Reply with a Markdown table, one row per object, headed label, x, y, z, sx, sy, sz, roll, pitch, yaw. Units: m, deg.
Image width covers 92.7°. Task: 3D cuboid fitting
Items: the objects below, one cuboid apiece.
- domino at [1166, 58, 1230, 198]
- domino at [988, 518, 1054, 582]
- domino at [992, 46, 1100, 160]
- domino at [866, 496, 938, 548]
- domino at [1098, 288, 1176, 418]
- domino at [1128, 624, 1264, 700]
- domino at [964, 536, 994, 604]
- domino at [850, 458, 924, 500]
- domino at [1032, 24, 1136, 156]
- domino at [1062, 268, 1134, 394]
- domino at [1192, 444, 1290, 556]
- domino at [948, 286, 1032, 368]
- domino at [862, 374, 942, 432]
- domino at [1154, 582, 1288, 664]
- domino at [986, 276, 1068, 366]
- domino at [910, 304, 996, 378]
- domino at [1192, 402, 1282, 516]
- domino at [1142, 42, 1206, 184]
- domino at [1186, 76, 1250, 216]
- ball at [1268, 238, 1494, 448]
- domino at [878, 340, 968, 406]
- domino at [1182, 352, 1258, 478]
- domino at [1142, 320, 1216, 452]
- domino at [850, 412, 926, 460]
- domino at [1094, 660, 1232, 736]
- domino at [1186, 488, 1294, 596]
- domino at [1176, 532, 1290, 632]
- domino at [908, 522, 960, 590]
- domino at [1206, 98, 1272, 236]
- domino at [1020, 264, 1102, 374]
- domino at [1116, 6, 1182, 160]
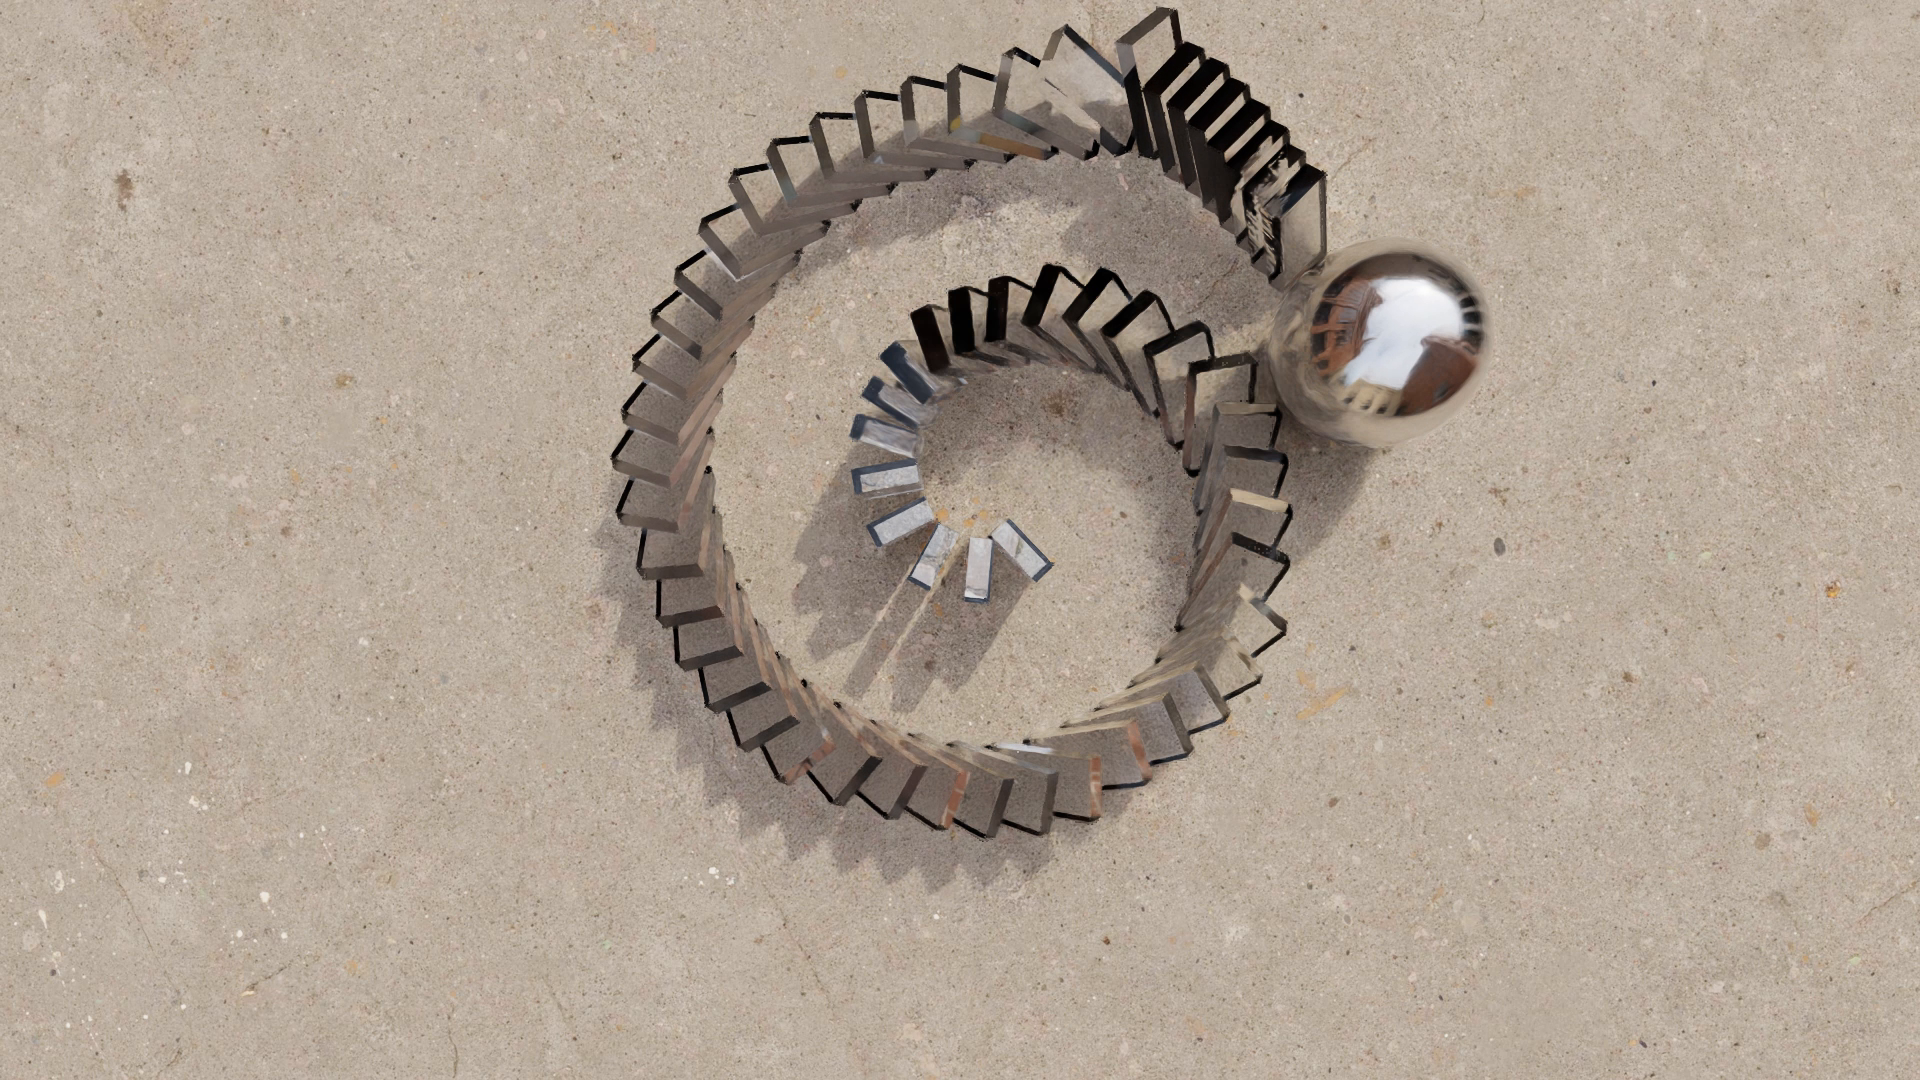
| label | x | y | z | sx | sy | sz | roll | pitch | yaw |
| --- | --- | --- | --- | --- | --- | --- | --- | --- | --- |
| domino | 0.101 | -0.168 | 0.376 | 0.025 | 0.050 | 0.010 | -47 | 60 | 0 |
| domino | 0.024 | 0.004 | 0.375 | 0.009 | 0.050 | 0.025 | -44 | 90 | 0 |
| domino | 0.038 | -0.181 | 0.383 | 0.050 | 0.009 | 0.025 | 11 | 89 | -32 |
| domino | -0.023 | -0.007 | 0.375 | 0.025 | 0.050 | 0.009 | -27 | 90 | 0 |
| domino | 0.079 | -0.076 | 0.379 | 0.025 | 0.009 | 0.050 | -42 | 133 | 0 |
| domino | 0.097 | 0.058 | 0.382 | 0.050 | 0.010 | 0.025 | -39 | 91 | 35 |
| domino | 0.008 | 0.012 | 0.375 | 0.009 | 0.050 | 0.025 | 5 | 90 | 0 |
| domino | -0.029 | -0.025 | 0.375 | 0.025 | 0.050 | 0.010 | -10 | 90 | 0 |
| domino | 0.055 | -0.186 | 0.381 | 0.050 | 0.009 | 0.025 | 25 | 82 | -31 |
| domino | 0.064 | -0.086 | 0.379 | 0.025 | 0.050 | 0.010 | -52 | 46 | 0 |
| domino | 0.116 | -0.014 | 0.381 | 0.025 | 0.009 | 0.050 | 7 | 126 | 0 |
| domino | 0.013 | -0.086 | 0.376 | 0.010 | 0.050 | 0.025 | -6 | 90 | 30 |
| domino | -0.023 | -0.056 | 0.375 | 0.025 | 0.050 | 0.009 | 33 | 100 | 0 |
| domino | 0.108 | 0.043 | 0.382 | 0.025 | 0.010 | 0.050 | 41 | 125 | -1 |
| domino | 0.029 | -0.089 | 0.377 | 0.009 | 0.050 | 0.025 | 4 | 90 | 36 |
| domino | -0.002 | -0.080 | 0.375 | 0.010 | 0.050 | 0.025 | -19 | 90 | 23 |
| domino | 0.115 | -0.033 | 0.381 | 0.025 | 0.010 | 0.050 | 1 | 127 | -1 |
| domino | 0.092 | -0.174 | 0.376 | 0.025 | 0.050 | 0.009 | -47 | 60 | 0 |
| domino | 0.109 | -0.160 | 0.376 | 0.025 | 0.050 | 0.009 | -46 | 60 | 0 |
| ball | 0.163 | -0.077 | 0.360 | 0.080 | 0.080 | 0.080 | 0 | 90 | 0 |
| domino | -0.014 | -0.069 | 0.375 | 0.010 | 0.050 | 0.025 | -42 | 90 | 18 |
| domino | 0.107 | -0.051 | 0.380 | 0.025 | 0.009 | 0.050 | -11 | 128 | -4 |
| domino | 0.094 | -0.063 | 0.380 | 0.025 | 0.010 | 0.050 | -26 | 130 | 0 |
| domino | -0.029 | -0.042 | 0.375 | 0.025 | 0.050 | 0.009 | 18 | 94 | 0 |
| domino | 0.084 | 0.071 | 0.382 | 0.050 | 0.010 | 0.025 | -31 | 90 | 34 |
| domino | 0.116 | 0.004 | 0.382 | 0.025 | 0.010 | 0.050 | 15 | 125 | 0 |
| domino | 0.113 | 0.022 | 0.382 | 0.025 | 0.010 | 0.050 | 23 | 125 | 0 |
| domino | -0.010 | 0.006 | 0.375 | 0.010 | 0.050 | 0.025 | 28 | 90 | 0 |
| domino | 0.116 | -0.152 | 0.376 | 0.025 | 0.050 | 0.010 | -45 | 60 | 0 |
| domino | 0.047 | -0.090 | 0.378 | 0.010 | 0.050 | 0.025 | 22 | 90 | 40 |
| domino | 0.081 | -0.186 | 0.376 | 0.025 | 0.050 | 0.010 | -42 | 49 | -10 |
